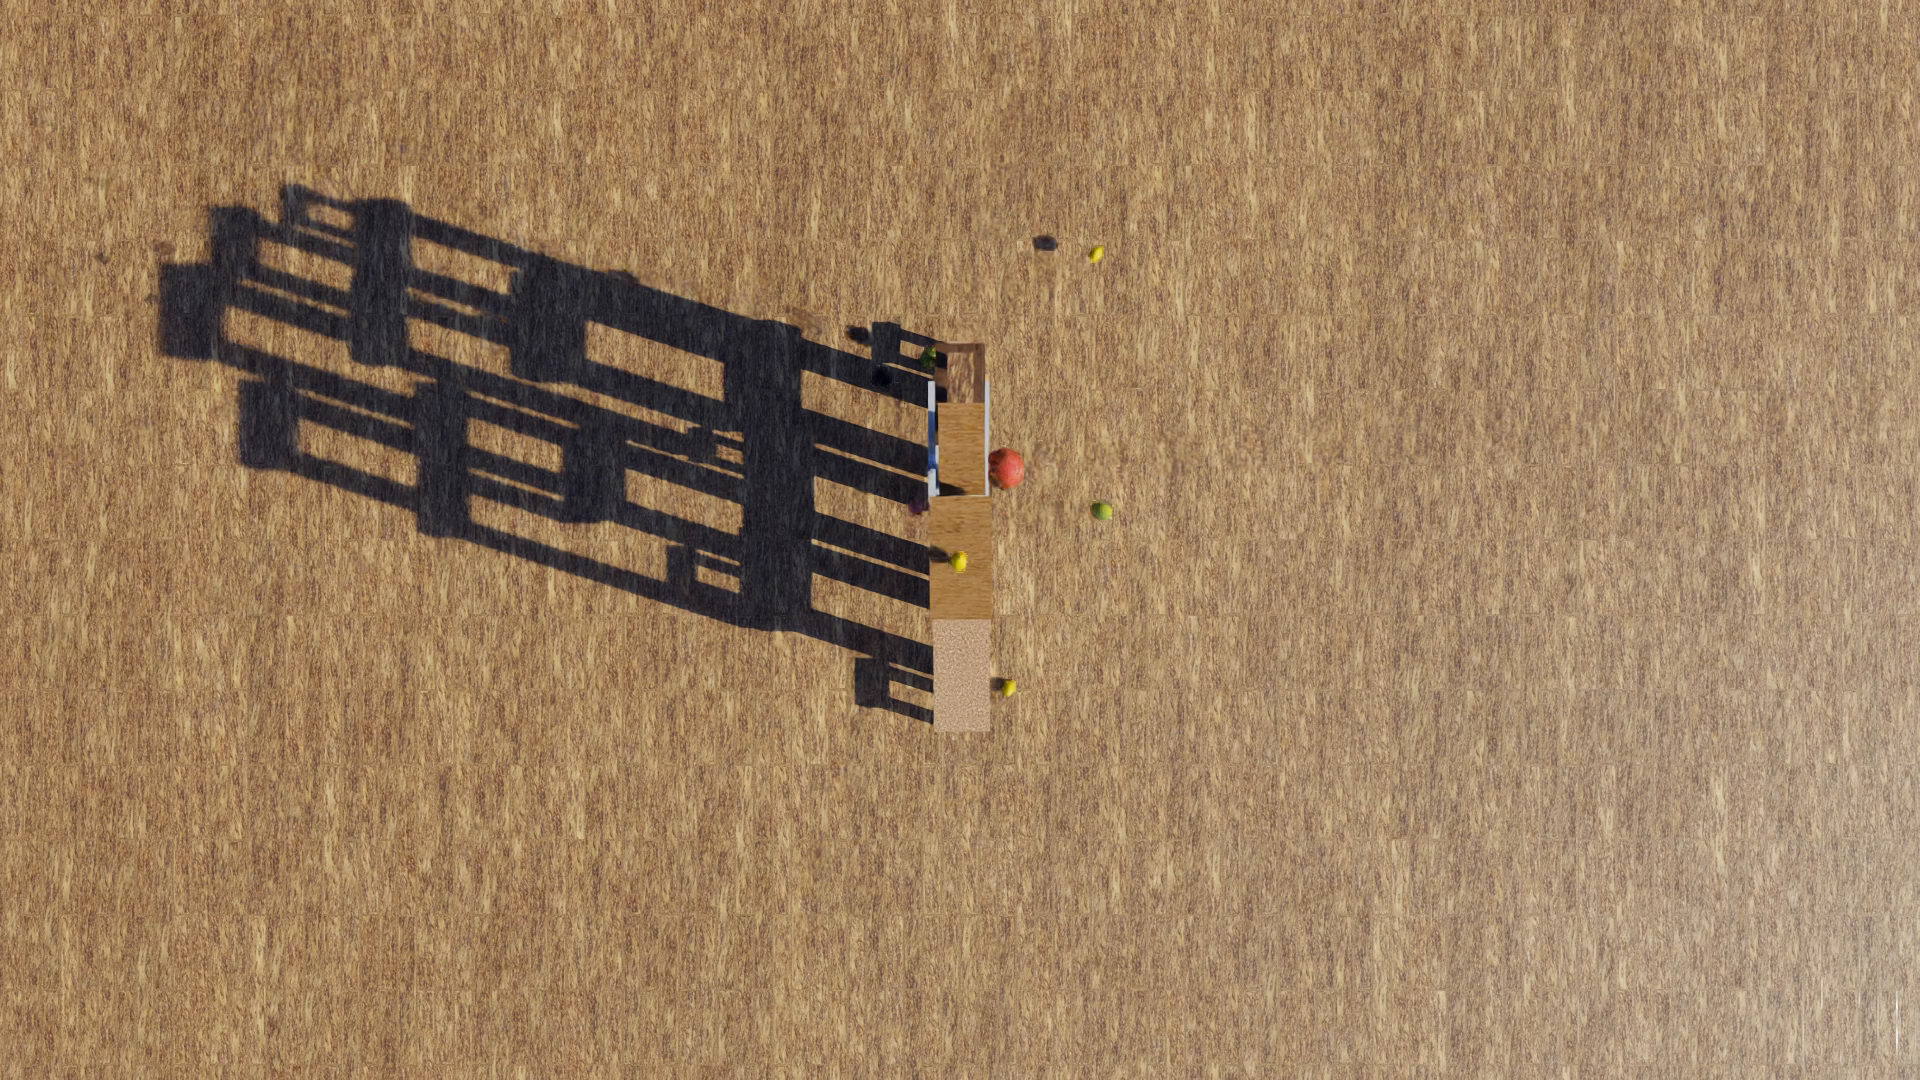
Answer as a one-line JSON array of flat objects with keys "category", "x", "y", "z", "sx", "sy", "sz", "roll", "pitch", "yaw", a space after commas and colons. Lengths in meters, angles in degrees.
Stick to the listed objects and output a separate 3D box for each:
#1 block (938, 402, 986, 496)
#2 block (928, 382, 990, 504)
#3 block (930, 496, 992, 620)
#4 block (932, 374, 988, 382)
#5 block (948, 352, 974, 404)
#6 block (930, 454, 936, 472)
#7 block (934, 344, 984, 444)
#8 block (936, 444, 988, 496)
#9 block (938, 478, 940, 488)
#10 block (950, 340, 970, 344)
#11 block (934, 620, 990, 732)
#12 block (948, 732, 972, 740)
[{"category": "block", "x": 0.004, "y": -0.227, "z": 4.143, "sx": 0.116, "sy": 0.033, "sz": 0.232, "roll": -1, "pitch": 90, "yaw": 0}, {"category": "block", "x": -0.004, "y": -0.280, "z": 4.732, "sx": 0.174, "sy": 0.049, "sz": 0.347, "roll": 0, "pitch": 90, "yaw": 0}, {"category": "block", "x": 0.001, "y": 0.044, "z": 4.067, "sx": 0.152, "sy": 0.043, "sz": 0.303, "roll": 0, "pitch": 90, "yaw": 0}, {"category": "block", "x": 0.003, "y": -0.339, "z": 5.129, "sx": 0.173, "sy": 0.049, "sz": 0.347, "roll": 0, "pitch": 90, "yaw": 0}, {"category": "block", "x": 0.001, "y": -0.416, "z": 4.256, "sx": 0.068, "sy": 0.019, "sz": 0.137, "roll": 0, "pitch": 90, "yaw": 0}, {"category": "block", "x": -0.012, "y": -0.206, "z": 4.570, "sx": 0.138, "sy": 0.276, "sz": 0.039, "roll": 6, "pitch": 90, "yaw": 0}, {"category": "block", "x": 0.000, "y": -0.392, "z": 4.422, "sx": 0.133, "sy": 0.038, "sz": 0.266, "roll": 0, "pitch": 90, "yaw": 0}, {"category": "block", "x": 0.005, "y": -0.115, "z": 4.412, "sx": 0.138, "sy": 0.039, "sz": 0.276, "roll": 0, "pitch": 90, "yaw": 0}, {"category": "block", "x": 0.004, "y": -0.150, "z": 4.276, "sx": 0.116, "sy": 0.232, "sz": 0.033, "roll": 0, "pitch": 90, "yaw": 0}, {"category": "block", "x": -0.003, "y": -0.582, "z": 5.362, "sx": 0.064, "sy": 0.018, "sz": 0.129, "roll": 0, "pitch": 90, "yaw": 0}, {"category": "block", "x": 0.004, "y": 0.344, "z": 4.207, "sx": 0.143, "sy": 0.041, "sz": 0.286, "roll": 0, "pitch": 90, "yaw": 0}, {"category": "block", "x": 0.001, "y": 0.568, "z": 5.334, "sx": 0.077, "sy": 0.022, "sz": 0.155, "roll": 0, "pitch": 90, "yaw": 0}]
